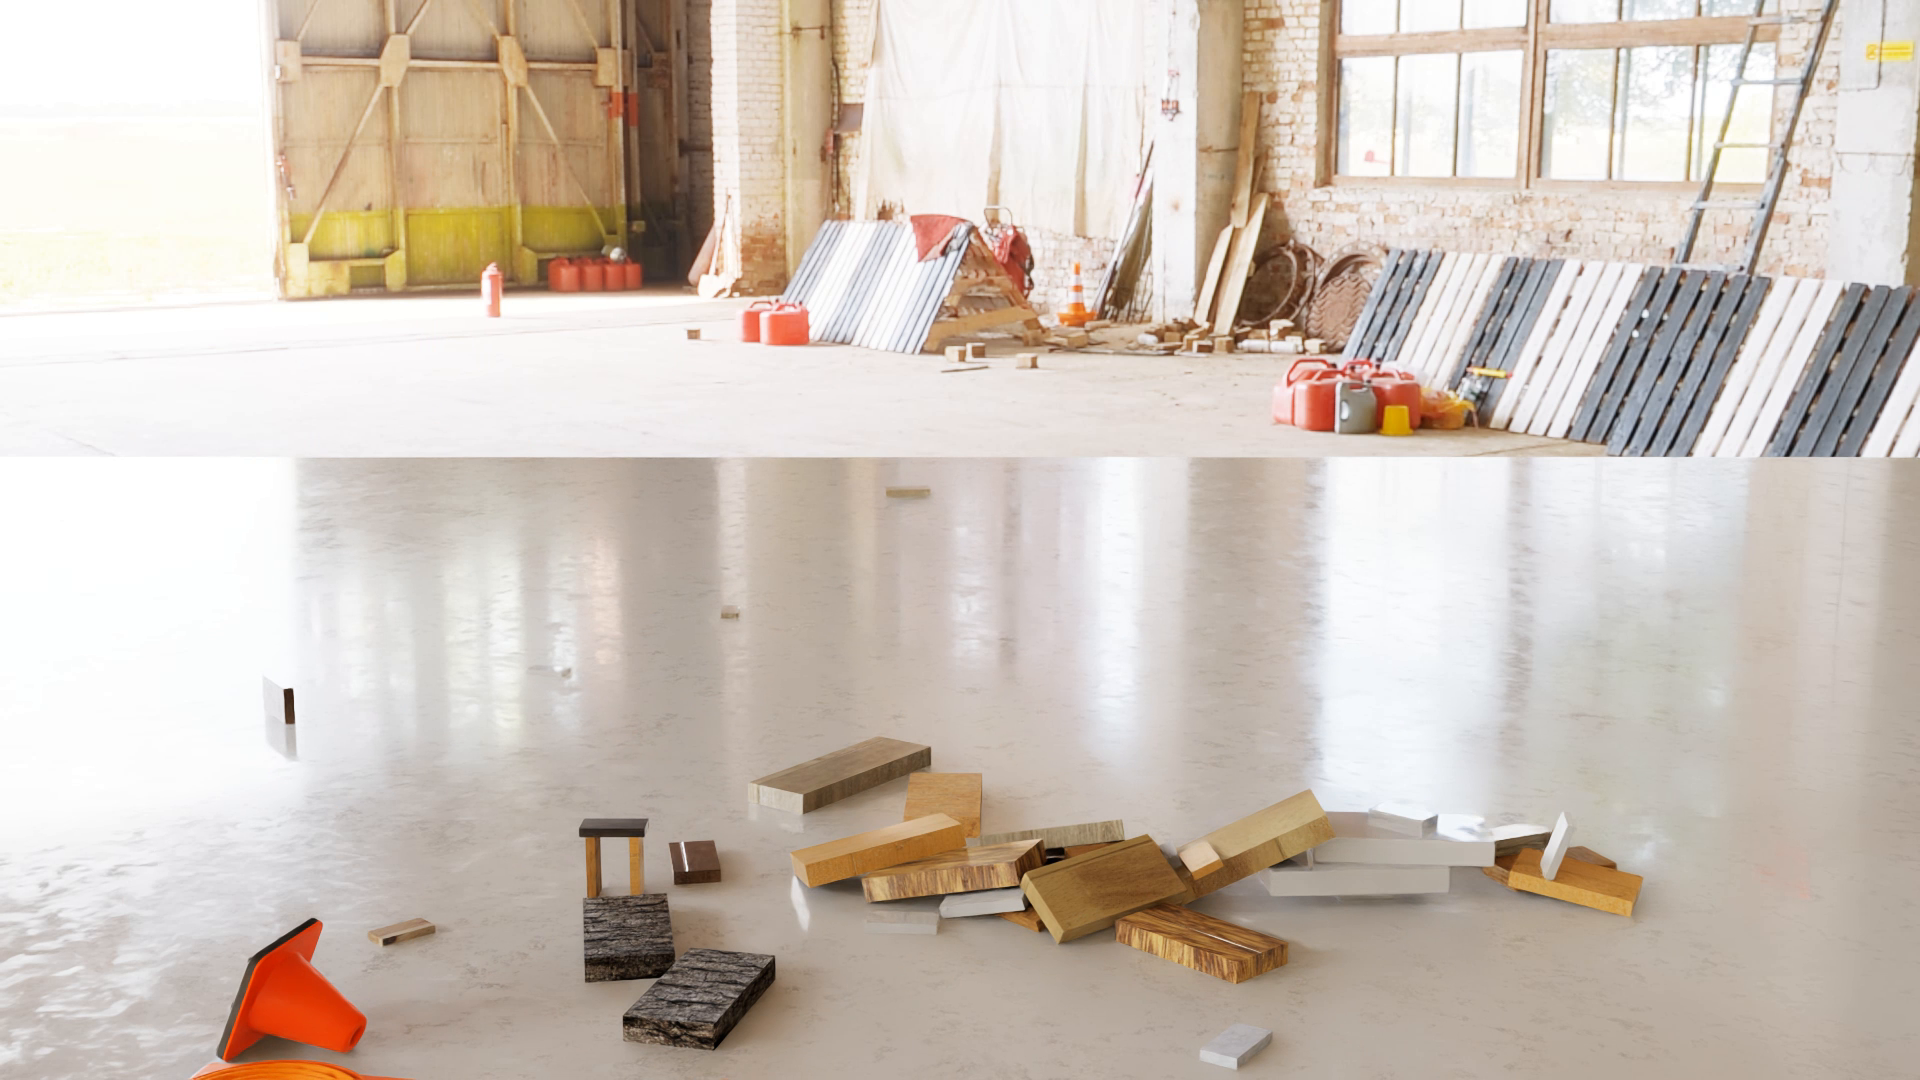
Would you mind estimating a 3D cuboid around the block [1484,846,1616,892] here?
[{"bbox_3d":[1.006,0.560,3.752,0.198,0.028,0.099,-4,11,-19],"label":"block"}]

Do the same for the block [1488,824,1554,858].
[{"bbox_3d":[0.957,0.526,3.852,0.198,0.028,0.099,-2,1,-38],"label":"block"}]

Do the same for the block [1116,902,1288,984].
[{"bbox_3d":[0.372,0.622,3.404,0.121,0.034,0.246,-10,14,-42],"label":"block"}]

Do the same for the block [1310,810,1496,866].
[{"bbox_3d":[0.734,0.498,3.676,0.292,0.041,0.146,1,10,5],"label":"block"}]

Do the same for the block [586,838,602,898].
[{"bbox_3d":[-0.609,0.538,3.656,0.015,0.108,0.054,0,11,0],"label":"block"}]

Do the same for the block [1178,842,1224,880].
[{"bbox_3d":[0.394,0.525,3.602,0.052,0.015,0.103,-26,10,-2],"label":"block"}]

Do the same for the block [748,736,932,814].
[{"bbox_3d":[-0.230,0.455,4.290,0.134,0.038,0.401,7,13,35],"label":"block"}]

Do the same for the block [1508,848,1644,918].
[{"bbox_3d":[1.018,0.564,3.635,0.198,0.028,0.099,12,21,23],"label":"block"}]

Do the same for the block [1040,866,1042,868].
[{"bbox_3d":[0.186,0.557,3.687,0.149,0.021,0.075,-15,10,-5],"label":"block"}]

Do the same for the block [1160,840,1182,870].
[{"bbox_3d":[0.294,0.550,3.676,0.149,0.021,0.075,-22,10,2],"label":"block"}]

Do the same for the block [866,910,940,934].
[{"bbox_3d":[-0.091,0.611,3.513,0.113,0.016,0.056,1,11,5],"label":"block"}]

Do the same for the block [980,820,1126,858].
[{"bbox_3d":[0.160,0.516,3.752,0.242,0.034,0.121,-7,-16,3],"label":"block"}]

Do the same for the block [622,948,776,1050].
[{"bbox_3d":[-0.374,0.661,3.182,0.134,0.038,0.268,3,11,13],"label":"block"}]

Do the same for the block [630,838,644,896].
[{"bbox_3d":[-0.537,0.538,3.656,0.015,0.108,0.054,0,11,0],"label":"block"}]

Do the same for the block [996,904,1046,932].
[{"bbox_3d":[0.102,0.588,3.559,0.073,0.021,0.146,-32,27,-32],"label":"block"}]

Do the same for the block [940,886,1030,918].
[{"bbox_3d":[0.047,0.577,3.554,0.146,0.021,0.073,-10,17,24],"label":"block"}]

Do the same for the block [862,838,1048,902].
[{"bbox_3d":[-0.009,0.545,3.627,0.274,0.039,0.137,-10,5,23],"label":"block"}]

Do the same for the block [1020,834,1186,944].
[{"bbox_3d":[0.230,0.557,3.522,0.242,0.034,0.121,-13,50,-30],"label":"block"}]

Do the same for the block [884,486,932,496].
[{"bbox_3d":[-0.184,-0.172,7.708,0.158,0.022,0.079,-1,11,-6],"label":"block"}]

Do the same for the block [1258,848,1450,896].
[{"bbox_3d":[0.648,0.544,3.654,0.292,0.041,0.146,-1,10,-4],"label":"block"}]

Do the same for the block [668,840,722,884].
[{"bbox_3d":[-0.458,0.556,3.793,0.079,0.022,0.158,-2,11,-10],"label":"block"}]

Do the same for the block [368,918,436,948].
[{"bbox_3d":[-0.882,0.619,3.474,0.093,0.013,0.046,-10,14,-42],"label":"block"}]

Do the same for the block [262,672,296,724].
[{"bbox_3d":[-1.480,0.344,4.778,0.022,0.079,0.158,-7,13,-33],"label":"block"}]

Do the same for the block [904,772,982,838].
[{"bbox_3d":[-0.030,0.492,4.092,0.137,0.039,0.274,0,11,1],"label":"block"}]

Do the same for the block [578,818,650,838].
[{"bbox_3d":[-0.573,0.477,3.644,0.108,0.015,0.054,0,11,0],"label":"block"}]

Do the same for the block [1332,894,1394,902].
[{"bbox_3d":[0.669,0.584,3.662,0.095,0.014,0.048,-2,11,-9],"label":"block"}]

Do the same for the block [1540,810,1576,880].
[{"bbox_3d":[0.981,0.501,3.608,0.015,0.103,0.052,17,21,0],"label":"block"}]

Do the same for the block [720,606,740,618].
[{"bbox_3d":[-0.604,0.189,5.791,0.046,0.013,0.093,-1,11,-4],"label":"block"}]

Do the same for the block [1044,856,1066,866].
[{"bbox_3d":[0.226,0.556,3.806,0.259,0.016,0.056,-5,12,-27],"label":"block"}]

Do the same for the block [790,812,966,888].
[{"bbox_3d":[-0.140,0.525,3.731,0.275,0.039,0.137,-13,4,-14],"label":"block"}]

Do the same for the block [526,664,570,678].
[{"bbox_3d":[-0.965,0.307,5.156,0.093,0.013,0.046,3,11,16],"label":"block"}]

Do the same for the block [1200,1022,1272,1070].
[{"bbox_3d":[0.382,0.699,3.040,0.056,0.016,0.113,7,13,33],"label":"block"}]

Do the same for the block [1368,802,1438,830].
[{"bbox_3d":[0.747,0.464,3.707,0.103,0.015,0.052,9,14,41],"label":"block"}]

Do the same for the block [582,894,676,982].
[{"bbox_3d":[-0.517,0.617,3.422,0.134,0.038,0.268,-2,11,-10],"label":"block"}]

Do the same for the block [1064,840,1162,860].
[{"bbox_3d":[0.254,0.523,3.654,0.149,0.021,0.075,-6,8,-7],"label":"block"}]

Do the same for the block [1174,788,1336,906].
[{"bbox_3d":[0.468,0.512,3.650,0.293,0.041,0.146,-25,10,3],"label":"block"}]
